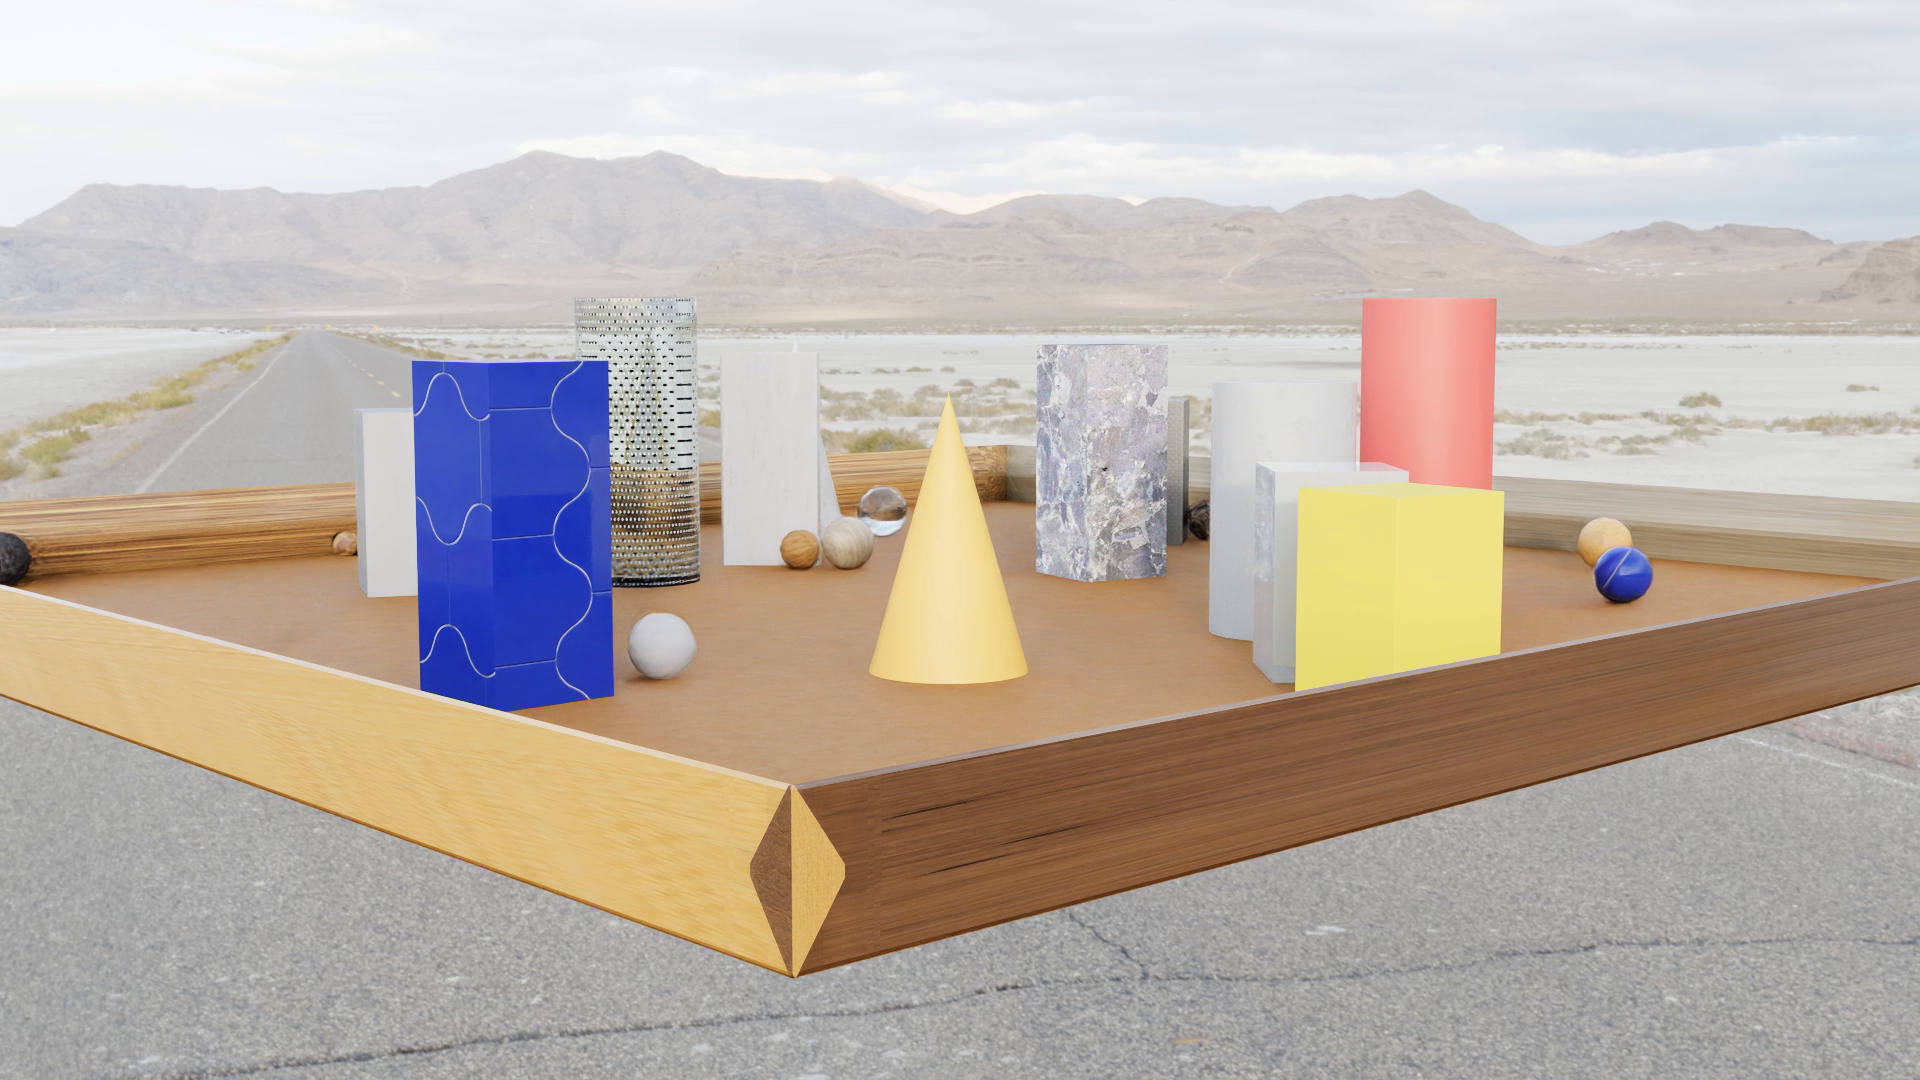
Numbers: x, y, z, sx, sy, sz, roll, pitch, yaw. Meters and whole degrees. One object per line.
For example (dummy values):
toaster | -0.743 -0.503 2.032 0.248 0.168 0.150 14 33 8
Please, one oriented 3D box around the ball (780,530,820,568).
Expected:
ball | -0.277 0.016 3.804 0.068 0.068 0.068 0 6 0

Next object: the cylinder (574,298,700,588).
cylinder | -0.530 -0.164 3.620 0.199 0.465 0.199 0 6 0

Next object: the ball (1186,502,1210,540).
ball | 0.480 -0.037 4.290 0.074 0.074 0.074 0 6 0

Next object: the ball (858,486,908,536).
ball | -0.154 -0.056 4.353 0.098 0.098 0.098 0 6 0

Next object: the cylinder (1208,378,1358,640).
cylinder | 0.446 -0.045 3.044 0.199 0.348 0.199 0 6 0

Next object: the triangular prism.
triangular prism | -0.329 -0.149 3.921 0.172 0.372 0.149 0 6 2

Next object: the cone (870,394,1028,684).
cone | -0.014 -0.010 2.716 0.199 0.345 0.199 0 6 0

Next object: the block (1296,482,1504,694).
block | 0.491 0.066 2.465 0.159 0.246 0.159 -4 7 -32

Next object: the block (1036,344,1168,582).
block | 0.238 -0.135 3.712 0.159 0.388 0.159 -3 7 -29

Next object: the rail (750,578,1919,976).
rail | 0.868 0.131 2.396 2.711 0.129 0.045 -5 8 -42

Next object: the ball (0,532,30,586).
ball | -1.551 0.031 3.557 0.089 0.089 0.089 0 6 0

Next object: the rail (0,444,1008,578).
rail | -0.868 -0.064 4.268 2.711 0.129 0.045 -5 8 -42

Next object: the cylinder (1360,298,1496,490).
cylinder | 0.709 -0.135 3.345 0.199 0.463 0.199 0 6 0

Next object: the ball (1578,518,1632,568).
ball | 1.110 0.007 3.783 0.091 0.091 0.091 0 6 0

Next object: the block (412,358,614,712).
block | -0.514 -0.012 2.532 0.159 0.388 0.159 -6 8 -44

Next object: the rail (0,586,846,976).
rail | -0.979 0.127 2.433 0.045 0.129 2.608 -5 8 -42

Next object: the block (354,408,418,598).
block | -0.876 -0.064 3.515 0.159 0.288 0.159 -2 6 -20

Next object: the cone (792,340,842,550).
cone | -0.311 -0.188 4.184 0.199 0.395 0.199 0 6 0

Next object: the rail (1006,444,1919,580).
rail | 0.979 -0.060 4.230 0.045 0.129 2.608 -5 8 -42

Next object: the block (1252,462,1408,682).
block | 0.454 0.037 2.709 0.159 0.254 0.159 0 6 -1

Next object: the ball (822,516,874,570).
ball | -0.193 0.005 3.798 0.091 0.091 0.091 0 6 0

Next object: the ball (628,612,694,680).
ball | -0.362 0.128 2.667 0.081 0.081 0.081 0 6 0

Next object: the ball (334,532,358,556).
ball | -1.118 0.007 4.008 0.045 0.045 0.045 0 6 0

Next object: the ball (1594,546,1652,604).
ball | 1.013 0.053 3.359 0.086 0.086 0.086 0 6 0

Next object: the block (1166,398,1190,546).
block | 0.359 -0.135 4.266 0.159 0.274 0.159 1 6 10
